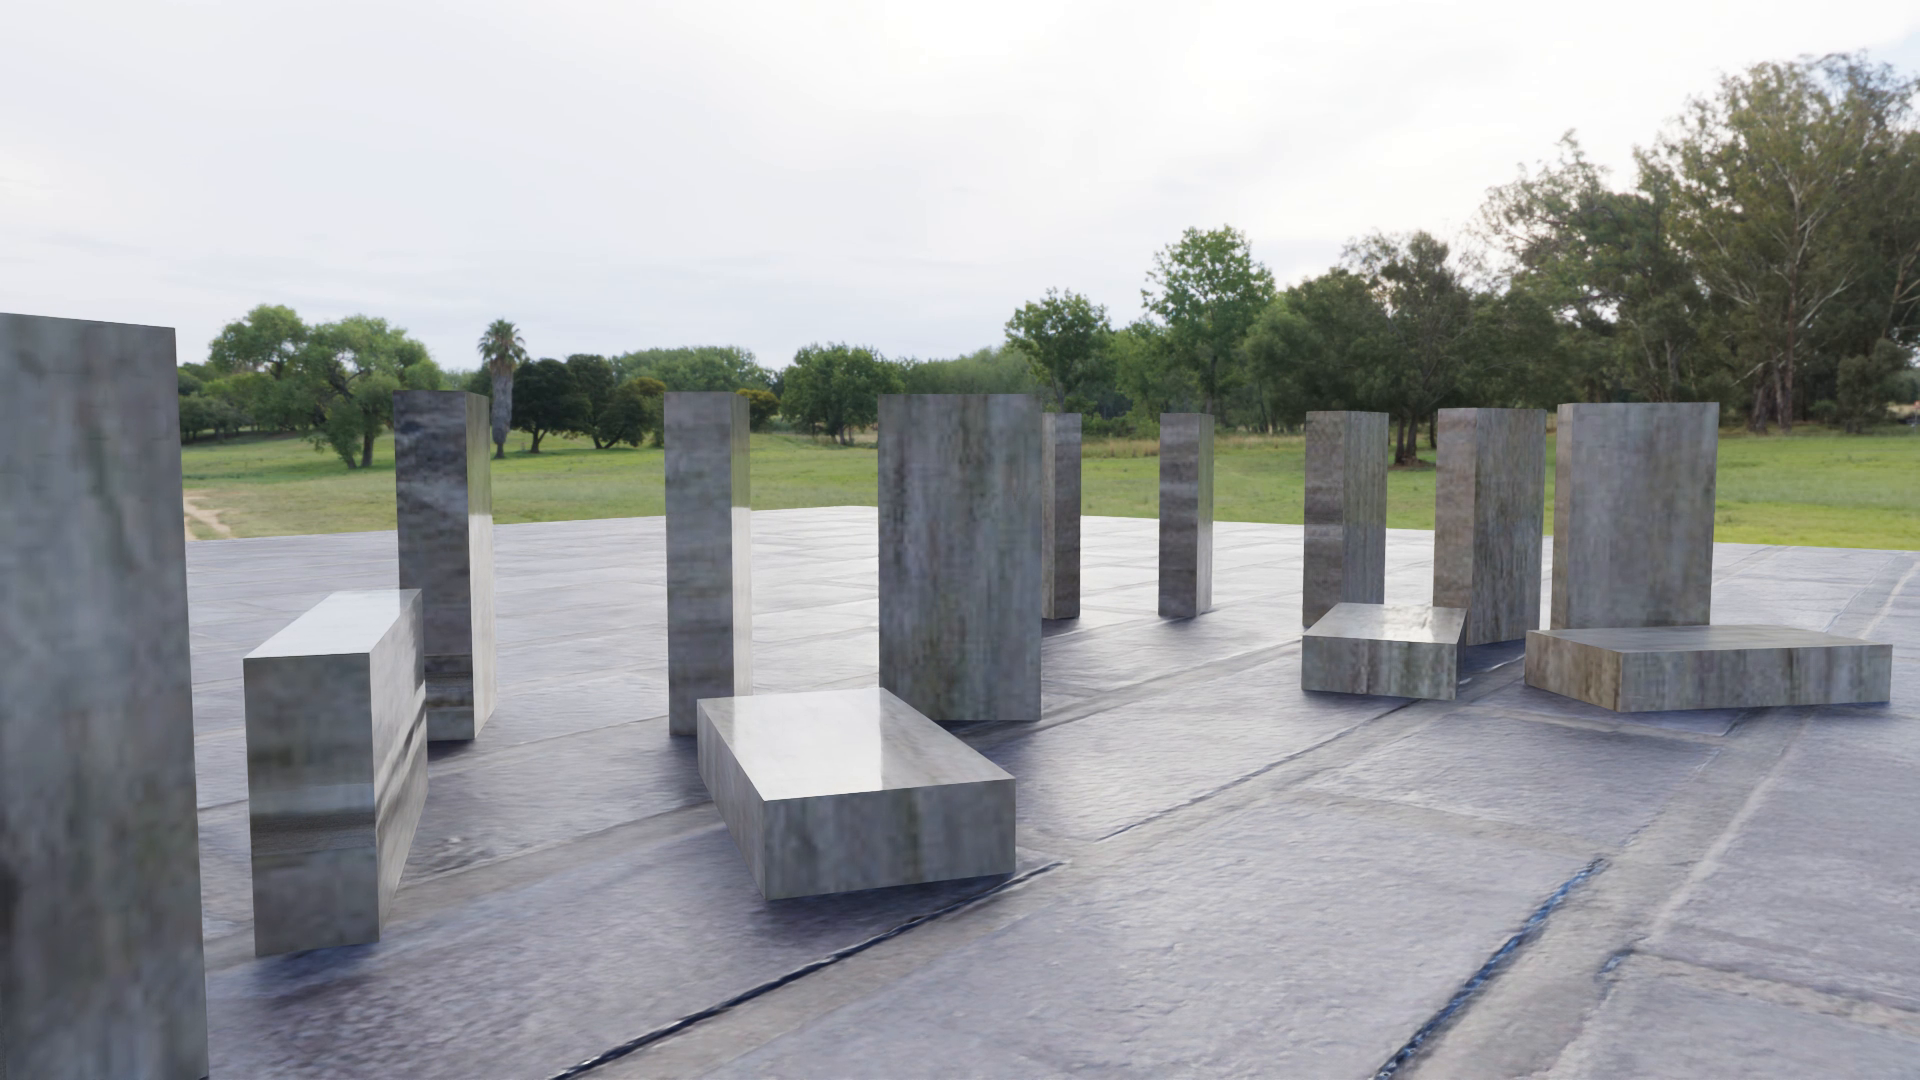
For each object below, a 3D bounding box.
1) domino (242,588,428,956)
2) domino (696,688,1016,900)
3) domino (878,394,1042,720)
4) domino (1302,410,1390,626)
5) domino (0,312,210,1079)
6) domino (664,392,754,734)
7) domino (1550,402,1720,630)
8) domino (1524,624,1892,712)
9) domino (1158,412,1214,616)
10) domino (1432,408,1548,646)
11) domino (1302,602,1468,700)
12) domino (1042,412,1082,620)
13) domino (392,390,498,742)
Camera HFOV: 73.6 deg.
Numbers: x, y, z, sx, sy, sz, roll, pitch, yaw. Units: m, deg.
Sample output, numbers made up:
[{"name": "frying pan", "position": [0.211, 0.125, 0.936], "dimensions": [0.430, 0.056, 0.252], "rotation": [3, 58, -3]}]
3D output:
[{"name": "domino", "position": [-0.062, 0.020, 0.131], "dimensions": [0.010, 0.025, 0.050], "rotation": [-1, 5, -18]}, {"name": "domino", "position": [-0.014, 0.027, 0.147], "dimensions": [0.025, 0.009, 0.050], "rotation": [-1, 5, -19]}, {"name": "domino", "position": [0.000, 0.002, 0.201], "dimensions": [0.025, 0.050, 0.009], "rotation": [0, 4, 0]}, {"name": "domino", "position": [0.092, -0.005, 0.306], "dimensions": [0.010, 0.050, 0.025], "rotation": [4, 6, 40]}, {"name": "domino", "position": [-0.060, 0.012, 0.075], "dimensions": [0.010, 0.050, 0.025], "rotation": [2, 5, 22]}, {"name": "domino", "position": [-0.038, 0.003, 0.199], "dimensions": [0.010, 0.050, 0.025], "rotation": [0, 4, -3]}, {"name": "domino", "position": [0.126, -0.001, 0.241], "dimensions": [0.025, 0.050, 0.009], "rotation": [1, 4, 9]}, {"name": "domino", "position": [0.127, 0.021, 0.220], "dimensions": [0.050, 0.009, 0.025], "rotation": [-1, 4, -10]}, {"name": "domino", "position": [0.058, -0.007, 0.327], "dimensions": [0.009, 0.050, 0.025], "rotation": [2, 5, 20]}, {"name": "domino", "position": [0.115, -0.003, 0.280], "dimensions": [0.025, 0.050, 0.010], "rotation": [-3, 5, -33]}, {"name": "domino", "position": [0.081, 0.020, 0.240], "dimensions": [0.025, 0.010, 0.050], "rotation": [2, 5, 23]}, {"name": "domino", "position": [0.018, -0.007, 0.322], "dimensions": [0.009, 0.050, 0.025], "rotation": [-4, 6, -43]}, {"name": "domino", "position": [-0.077, 0.003, 0.195], "dimensions": [0.009, 0.050, 0.025], "rotation": [-1, 4, -13]}]
